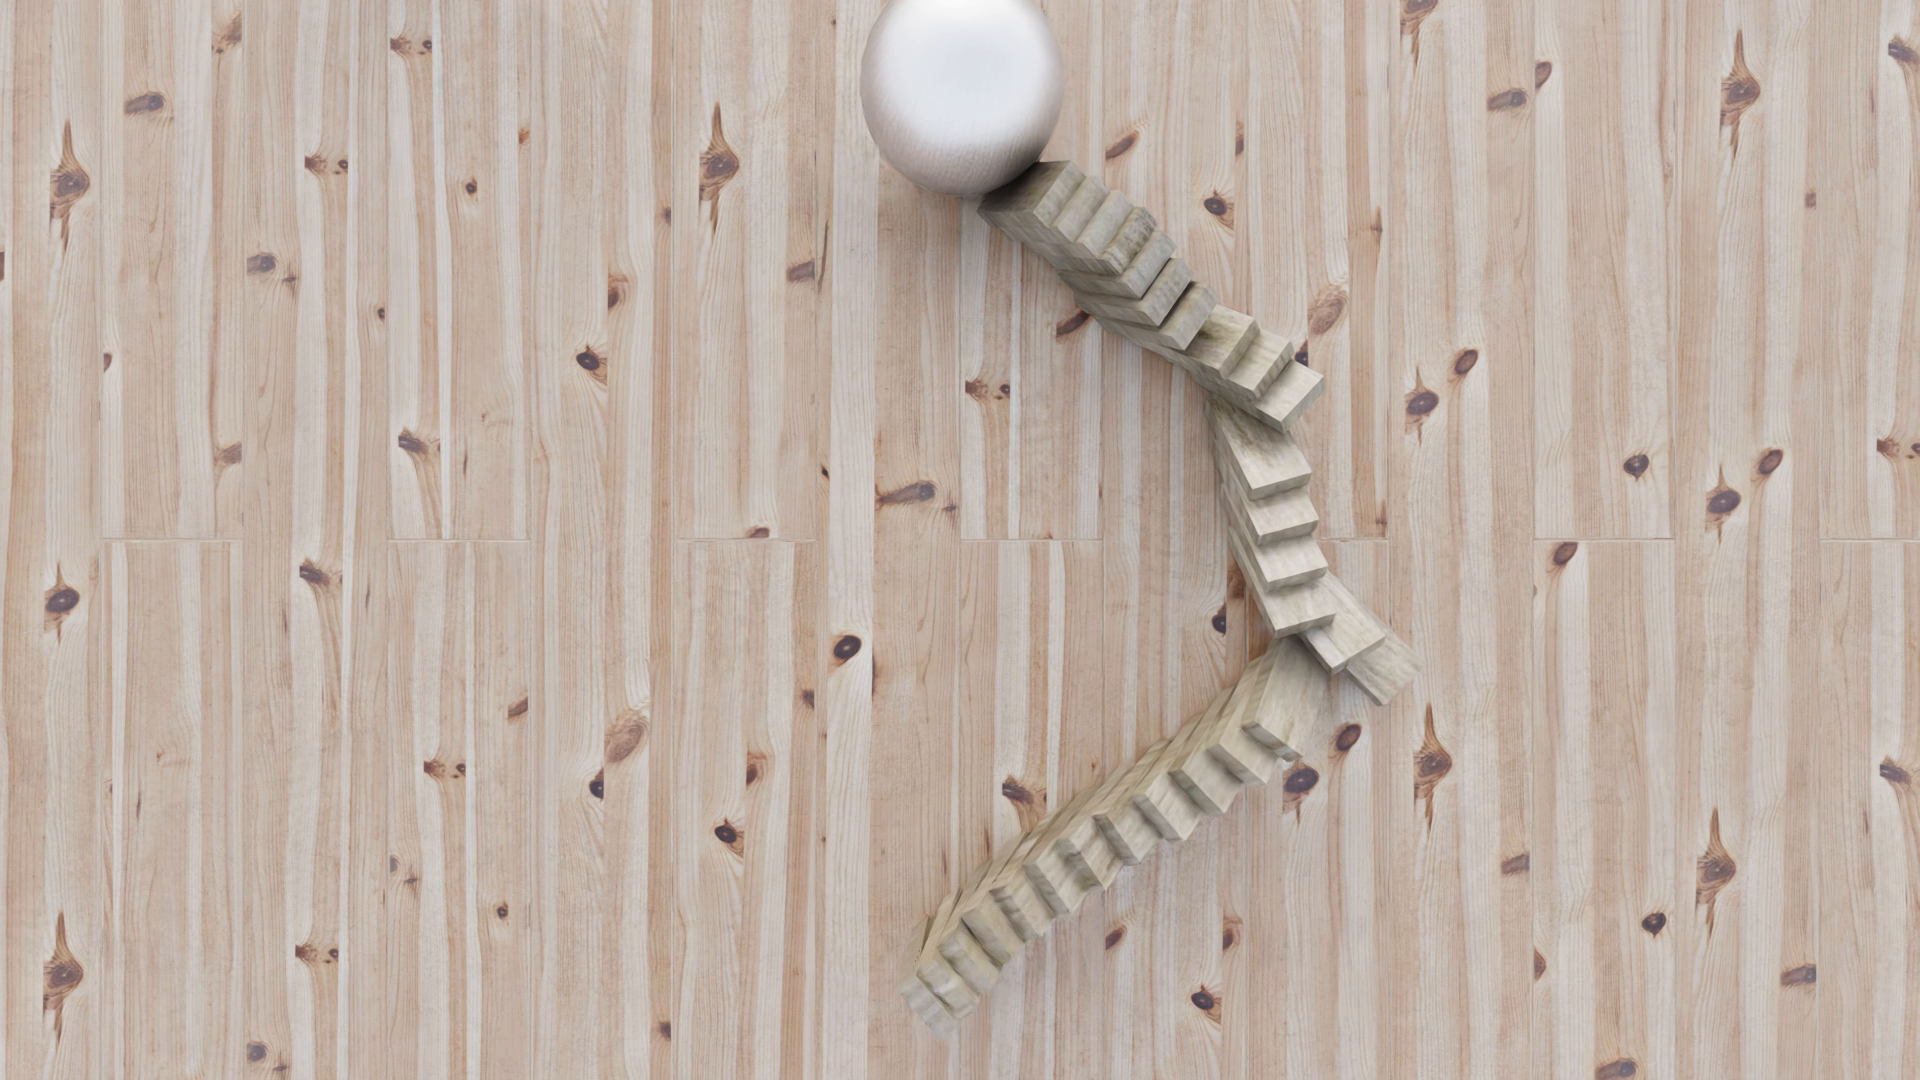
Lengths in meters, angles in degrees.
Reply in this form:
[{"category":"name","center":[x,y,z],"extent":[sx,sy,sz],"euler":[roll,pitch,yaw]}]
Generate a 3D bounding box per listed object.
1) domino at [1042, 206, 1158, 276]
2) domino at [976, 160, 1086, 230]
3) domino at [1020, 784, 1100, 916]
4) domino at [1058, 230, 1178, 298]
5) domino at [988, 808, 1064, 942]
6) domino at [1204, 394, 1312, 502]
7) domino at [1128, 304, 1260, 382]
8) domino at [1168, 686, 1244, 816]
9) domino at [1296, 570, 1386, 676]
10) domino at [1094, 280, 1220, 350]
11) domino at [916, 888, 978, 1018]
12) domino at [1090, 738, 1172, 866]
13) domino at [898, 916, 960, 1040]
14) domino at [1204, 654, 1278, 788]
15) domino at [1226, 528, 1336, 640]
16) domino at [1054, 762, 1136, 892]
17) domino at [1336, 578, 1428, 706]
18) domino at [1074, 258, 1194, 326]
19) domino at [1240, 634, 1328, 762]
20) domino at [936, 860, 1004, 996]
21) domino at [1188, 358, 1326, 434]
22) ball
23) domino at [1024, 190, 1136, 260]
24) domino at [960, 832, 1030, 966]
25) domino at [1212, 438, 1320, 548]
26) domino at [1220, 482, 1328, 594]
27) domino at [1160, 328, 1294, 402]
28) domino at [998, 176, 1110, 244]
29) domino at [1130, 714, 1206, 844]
[{"category":"domino","center":[0.056,-0.123,0.376],"extent":[0.009,0.050,0.025],"euler":[35,90,-32]},{"category":"domino","center":[0.028,-0.142,0.376],"extent":[0.010,0.050,0.025],"euler":[36,90,-32]},{"category":"domino","center":[0.049,0.128,0.379],"extent":[0.050,0.009,0.025],"euler":[-35,90,-44]},{"category":"domino","center":[0.064,-0.114,0.376],"extent":[0.010,0.050,0.025],"euler":[35,90,-32]},{"category":"domino","center":[0.034,0.137,0.378],"extent":[0.010,0.050,0.025],"euler":[-36,90,40]},{"category":"domino","center":[0.124,-0.042,0.383],"extent":[0.025,0.010,0.050],"euler":[-16,59,0]},{"category":"domino","center":[0.095,-0.087,0.381],"extent":[0.050,0.010,0.025],"euler":[35,90,37]},{"category":"domino","center":[0.110,0.087,0.382],"extent":[0.025,0.009,0.050],"euler":[46,56,0]},{"category":"domino","center":[0.149,0.029,0.382],"extent":[0.025,0.010,0.050],"euler":[-32,56,1]},{"category":"domino","center":[0.080,-0.095,0.377],"extent":[0.009,0.050,0.025],"euler":[35,90,-37]},{"category":"domino","center":[-0.001,0.167,0.375],"extent":[0.009,0.050,0.025],"euler":[-41,90,16]},{"category":"domino","center":[0.079,0.108,0.381],"extent":[0.050,0.009,0.025],"euler":[-35,90,-36]},{"category":"domino","center":[-0.011,0.177,0.375],"extent":[0.010,0.050,0.025],"euler":[-41,90,5]},{"category":"domino","center":[0.124,0.075,0.382],"extent":[0.025,0.009,0.050],"euler":[40,57,0]},{"category":"domino","center":[0.133,0.014,0.382],"extent":[0.025,0.010,0.050],"euler":[-16,58,1]},{"category":"domino","center":[0.063,0.118,0.380],"extent":[0.050,0.009,0.025],"euler":[-35,90,-40]},{"category":"domino","center":[0.168,0.043,0.388],"extent":[0.025,0.009,0.050],"euler":[-41,76,-5]},{"category":"domino","center":[0.070,-0.104,0.377],"extent":[0.009,0.050,0.025],"euler":[35,90,-33]},{"category":"domino","center":[0.136,0.064,0.381],"extent":[0.025,0.009,0.050],"euler":[36,55,-3]},{"category":"domino","center":[0.010,0.157,0.375],"extent":[0.010,0.050,0.025],"euler":[-41,90,25]},{"category":"domino","center":[0.123,-0.067,0.381],"extent":[0.025,0.009,0.050],"euler":[-47,53,-1]},{"category":"ball","center":[0.001,-0.177,0.360],"extent":[0.080,0.080,0.080],"euler":[0,90,0]},{"category":"domino","center":[0.047,-0.130,0.376],"extent":[0.010,0.050,0.025],"euler":[35,90,-32]},{"category":"domino","center":[0.022,0.146,0.377],"extent":[0.010,0.050,0.025],"euler":[-36,90,34]},{"category":"domino","center":[0.127,-0.023,0.383],"extent":[0.025,0.009,0.050],"euler":[-15,59,0]},{"category":"domino","center":[0.130,-0.004,0.383],"extent":[0.025,0.009,0.050],"euler":[-15,58,0]},{"category":"domino","center":[0.109,-0.079,0.381],"extent":[0.050,0.010,0.025],"euler":[36,90,37]},{"category":"domino","center":[0.037,-0.136,0.376],"extent":[0.010,0.050,0.025],"euler":[36,90,-32]},{"category":"domino","center":[0.095,0.099,0.382],"extent":[0.025,0.009,0.050],"euler":[50,55,0]}]
